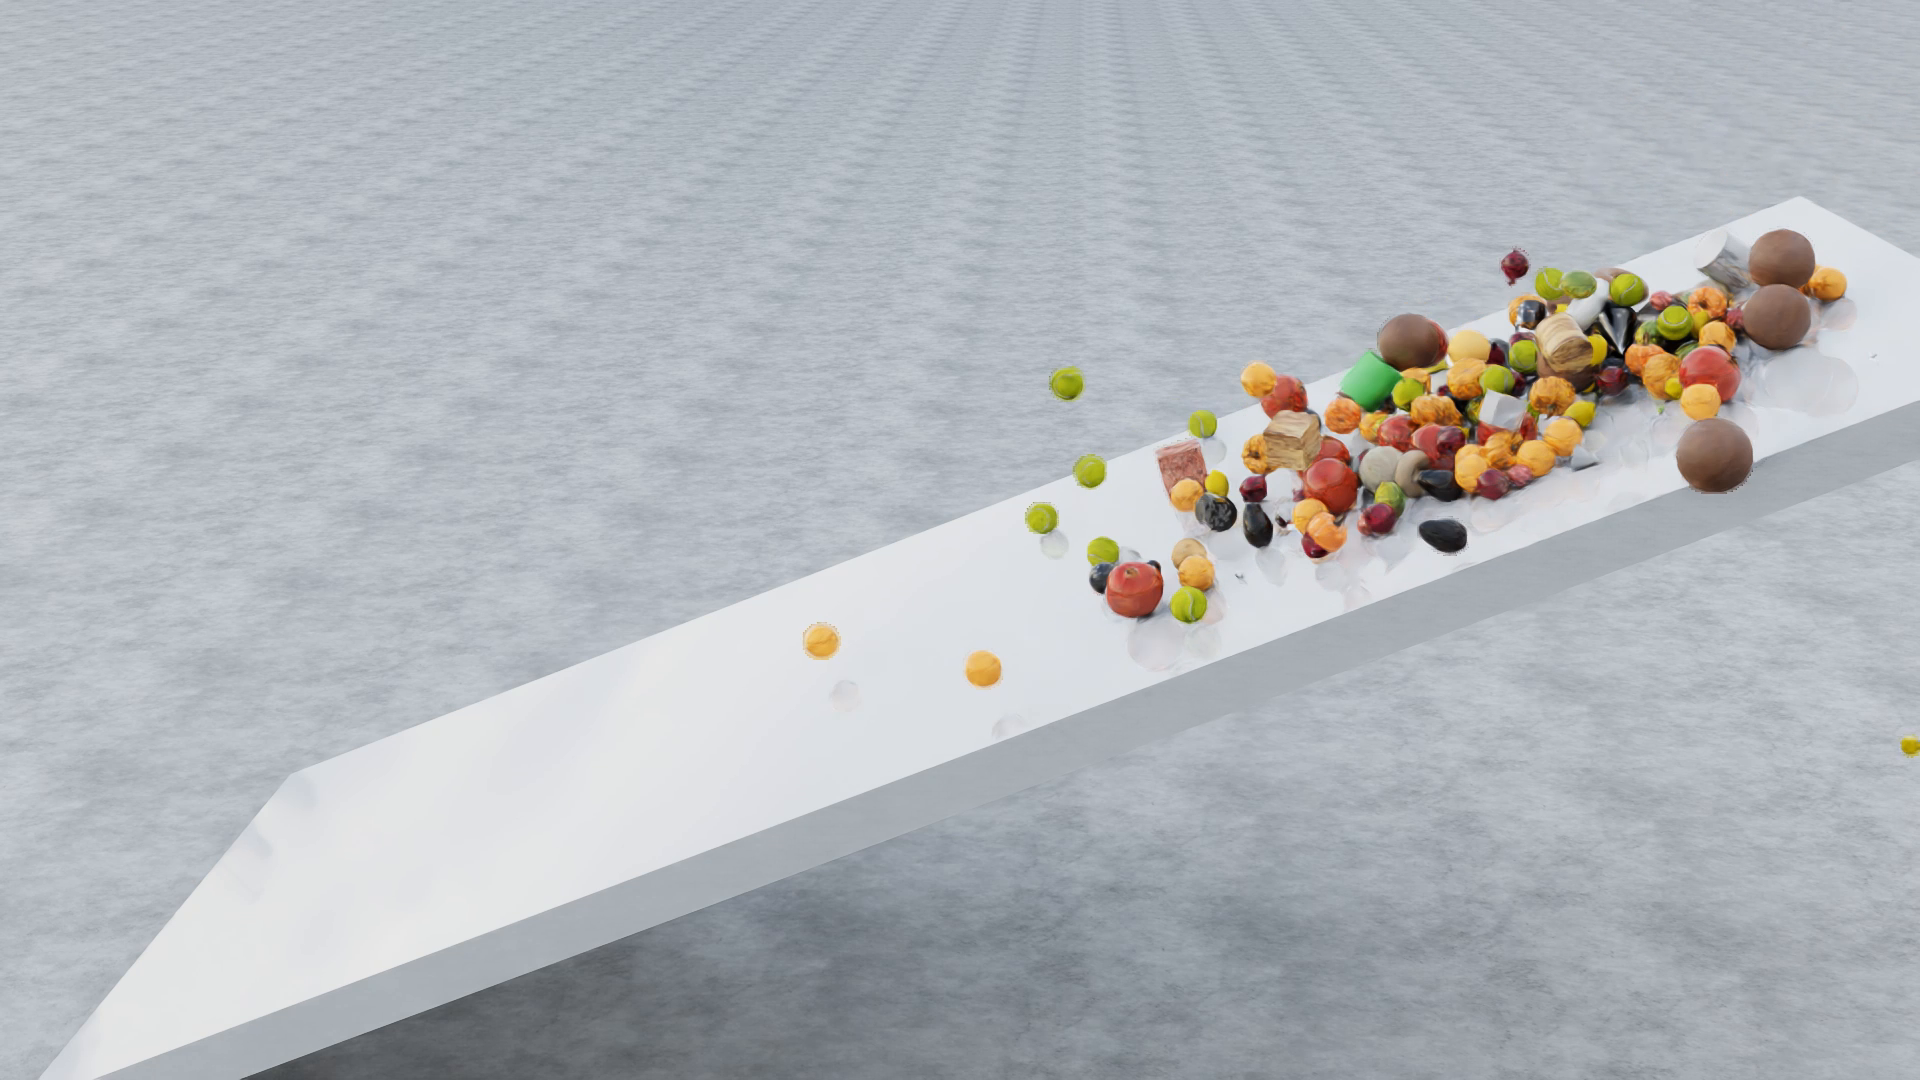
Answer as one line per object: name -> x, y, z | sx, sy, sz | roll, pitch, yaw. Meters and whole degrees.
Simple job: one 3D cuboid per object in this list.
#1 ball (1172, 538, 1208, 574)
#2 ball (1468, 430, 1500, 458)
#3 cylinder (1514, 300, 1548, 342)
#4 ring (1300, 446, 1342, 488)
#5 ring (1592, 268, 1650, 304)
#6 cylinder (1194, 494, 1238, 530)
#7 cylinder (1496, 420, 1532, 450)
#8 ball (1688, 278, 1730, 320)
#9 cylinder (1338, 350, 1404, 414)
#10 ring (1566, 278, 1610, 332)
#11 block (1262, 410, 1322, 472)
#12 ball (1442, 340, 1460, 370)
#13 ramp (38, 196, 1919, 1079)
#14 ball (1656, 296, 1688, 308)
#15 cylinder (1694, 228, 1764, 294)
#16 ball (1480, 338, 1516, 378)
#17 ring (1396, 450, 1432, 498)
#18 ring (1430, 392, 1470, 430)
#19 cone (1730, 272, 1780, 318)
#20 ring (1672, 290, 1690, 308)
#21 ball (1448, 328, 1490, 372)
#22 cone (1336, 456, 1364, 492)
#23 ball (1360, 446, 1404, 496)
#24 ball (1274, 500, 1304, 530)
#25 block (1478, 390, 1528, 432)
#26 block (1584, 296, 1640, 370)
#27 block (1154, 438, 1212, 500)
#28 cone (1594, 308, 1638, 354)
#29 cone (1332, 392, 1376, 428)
ball -> 0.459, 0.032, 5.886 | 0.072, 0.072, 0.072 | 0, 14, 0
ball -> 1.052, -0.187, 5.902 | 0.066, 0.066, 0.066 | 0, 14, 0
cylinder -> 1.282, -0.493, 6.600 | 0.066, 0.066, 0.066 | 4, 54, 15
ring -> 0.752, -0.153, 6.132 | 0.088, 0.088, 0.029 | 6, 0, 22
ring -> 1.442, -0.556, 6.421 | 0.131, 0.044, 0.131 | 12, 27, -6
cylinder -> 0.534, -0.058, 6.143 | 0.072, 0.072, 0.072 | -5, -5, -20
cylinder -> 1.100, -0.210, 5.840 | 0.050, 0.050, 0.050 | -13, 3, 37
ball -> 1.529, -0.492, 6.000 | 0.082, 0.082, 0.082 | 0, 14, 0
cylinder -> 0.872, -0.337, 6.245 | 0.098, 0.098, 0.098 | 38, 13, -10
ring -> 1.299, -0.484, 6.101 | 0.045, 0.134, 0.134 | 32, 14, -4
block -> 0.645, -0.194, 5.705 | 0.080, 0.080, 0.080 | 10, 41, 29
ball -> 1.130, -0.422, 6.639 | 0.079, 0.079, 0.079 | 0, 14, 0
ramp -> 0.124, 0.173, 6.290 | 4.000, 0.100, 2.000 | -21, 12, 7
ball -> 1.477, -0.459, 6.130 | 0.095, 0.095, 0.095 | 0, 14, 0
cylinder -> 1.571, -0.570, 6.016 | 0.098, 0.098, 0.098 | 33, 6, -15
ball -> 1.175, -0.400, 6.450 | 0.085, 0.085, 0.085 | 0, 14, 0
ring -> 0.887, -0.129, 5.752 | 0.033, 0.098, 0.098 | 11, 18, 41
ring -> 1.028, -0.272, 6.176 | 0.094, 0.094, 0.031 | -9, 45, -34
cone -> 1.617, -0.491, 5.999 | 0.100, 0.100, 0.100 | 5, 18, 20
ring -> 1.548, -0.502, 6.325 | 0.127, 0.042, 0.127 | -25, 12, 6
ball -> 1.080, -0.403, 6.241 | 0.089, 0.089, 0.089 | 0, 14, 0
cone -> 0.787, -0.119, 5.943 | 0.074, 0.074, 0.074 | -39, 21, -5
ball -> 0.846, -0.138, 5.864 | 0.100, 0.100, 0.100 | 0, 14, 0
ball -> 0.662, -0.049, 5.903 | 0.060, 0.060, 0.060 | 0, 14, 0
block -> 1.043, -0.248, 5.646 | 0.061, 0.061, 0.061 | 15, 8, -16
block -> 1.358, -0.432, 6.142 | 0.094, 0.094, 0.094 | -17, 38, 45
block -> 0.495, -0.158, 6.530 | 0.096, 0.096, 0.096 | -16, 12, 3
cone -> 1.323, -0.403, 5.908 | 0.089, 0.089, 0.089 | 0, 47, 2
cone -> 0.883, -0.315, 6.504 | 0.098, 0.098, 0.098 | 6, 39, 22
